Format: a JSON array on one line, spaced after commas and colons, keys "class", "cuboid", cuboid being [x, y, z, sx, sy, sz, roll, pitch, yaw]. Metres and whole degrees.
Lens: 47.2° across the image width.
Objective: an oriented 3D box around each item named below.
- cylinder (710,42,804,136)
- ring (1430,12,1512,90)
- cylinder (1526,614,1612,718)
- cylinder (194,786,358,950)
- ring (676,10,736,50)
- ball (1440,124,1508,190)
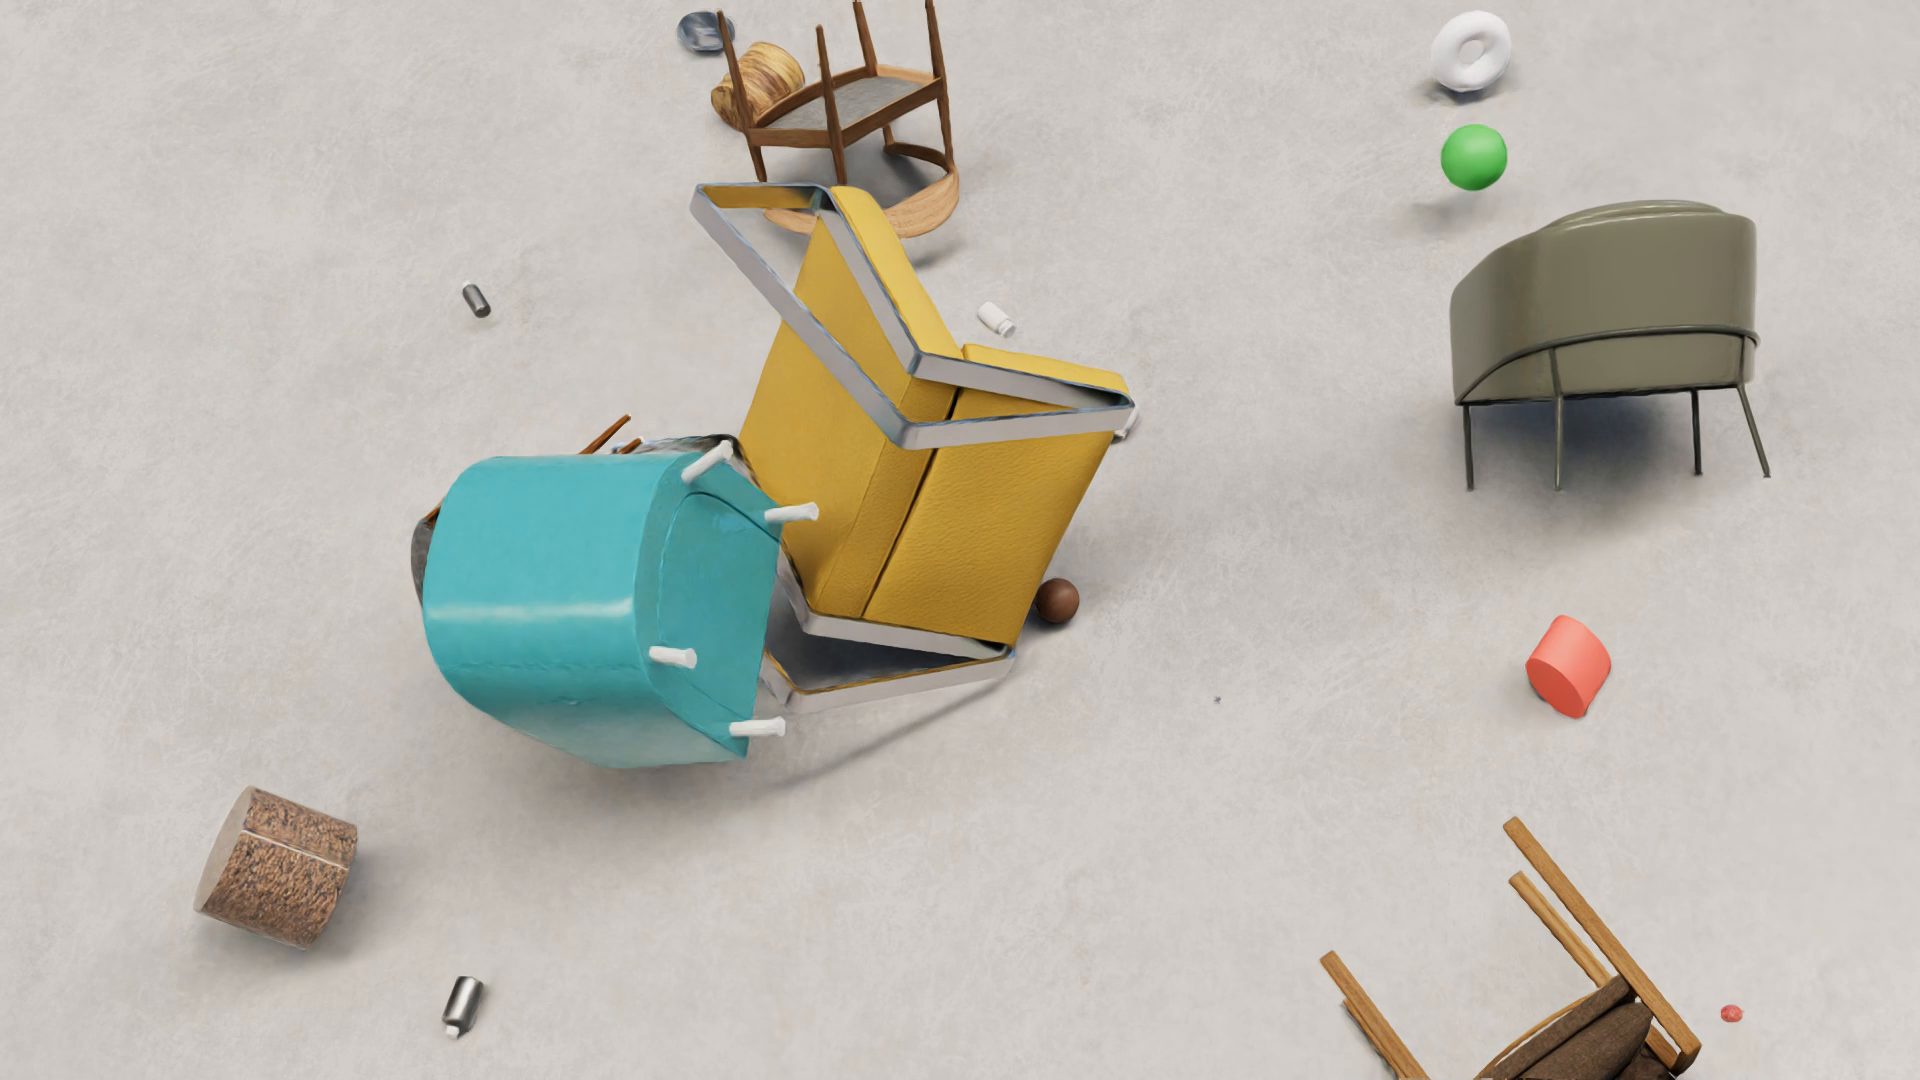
[{"class": "cylinder", "cuboid": [-0.688, -1.537, 7.486, 0.224, 0.197, 0.249, 31, 61, 5]}, {"class": "ring", "cuboid": [1.741, -1.663, 7.488, 0.281, 0.286, 0.100, 26, 28, -25]}, {"class": "cylinder", "cuboid": [1.723, 0.358, 6.219, 0.239, 0.140, 0.175, 50, 61, -18]}, {"class": "cylinder", "cuboid": [-1.783, 0.854, 5.733, 0.290, 0.338, 0.358, 26, 26, -22]}, {"class": "ring", "cuboid": [-0.893, -1.790, 7.733, 0.211, 0.055, 0.204, -3, 48, -12]}, {"class": "ball", "cuboid": [1.657, -1.234, 7.088, 0.212, 0.212, 0.212, 0, 56, 0]}]
